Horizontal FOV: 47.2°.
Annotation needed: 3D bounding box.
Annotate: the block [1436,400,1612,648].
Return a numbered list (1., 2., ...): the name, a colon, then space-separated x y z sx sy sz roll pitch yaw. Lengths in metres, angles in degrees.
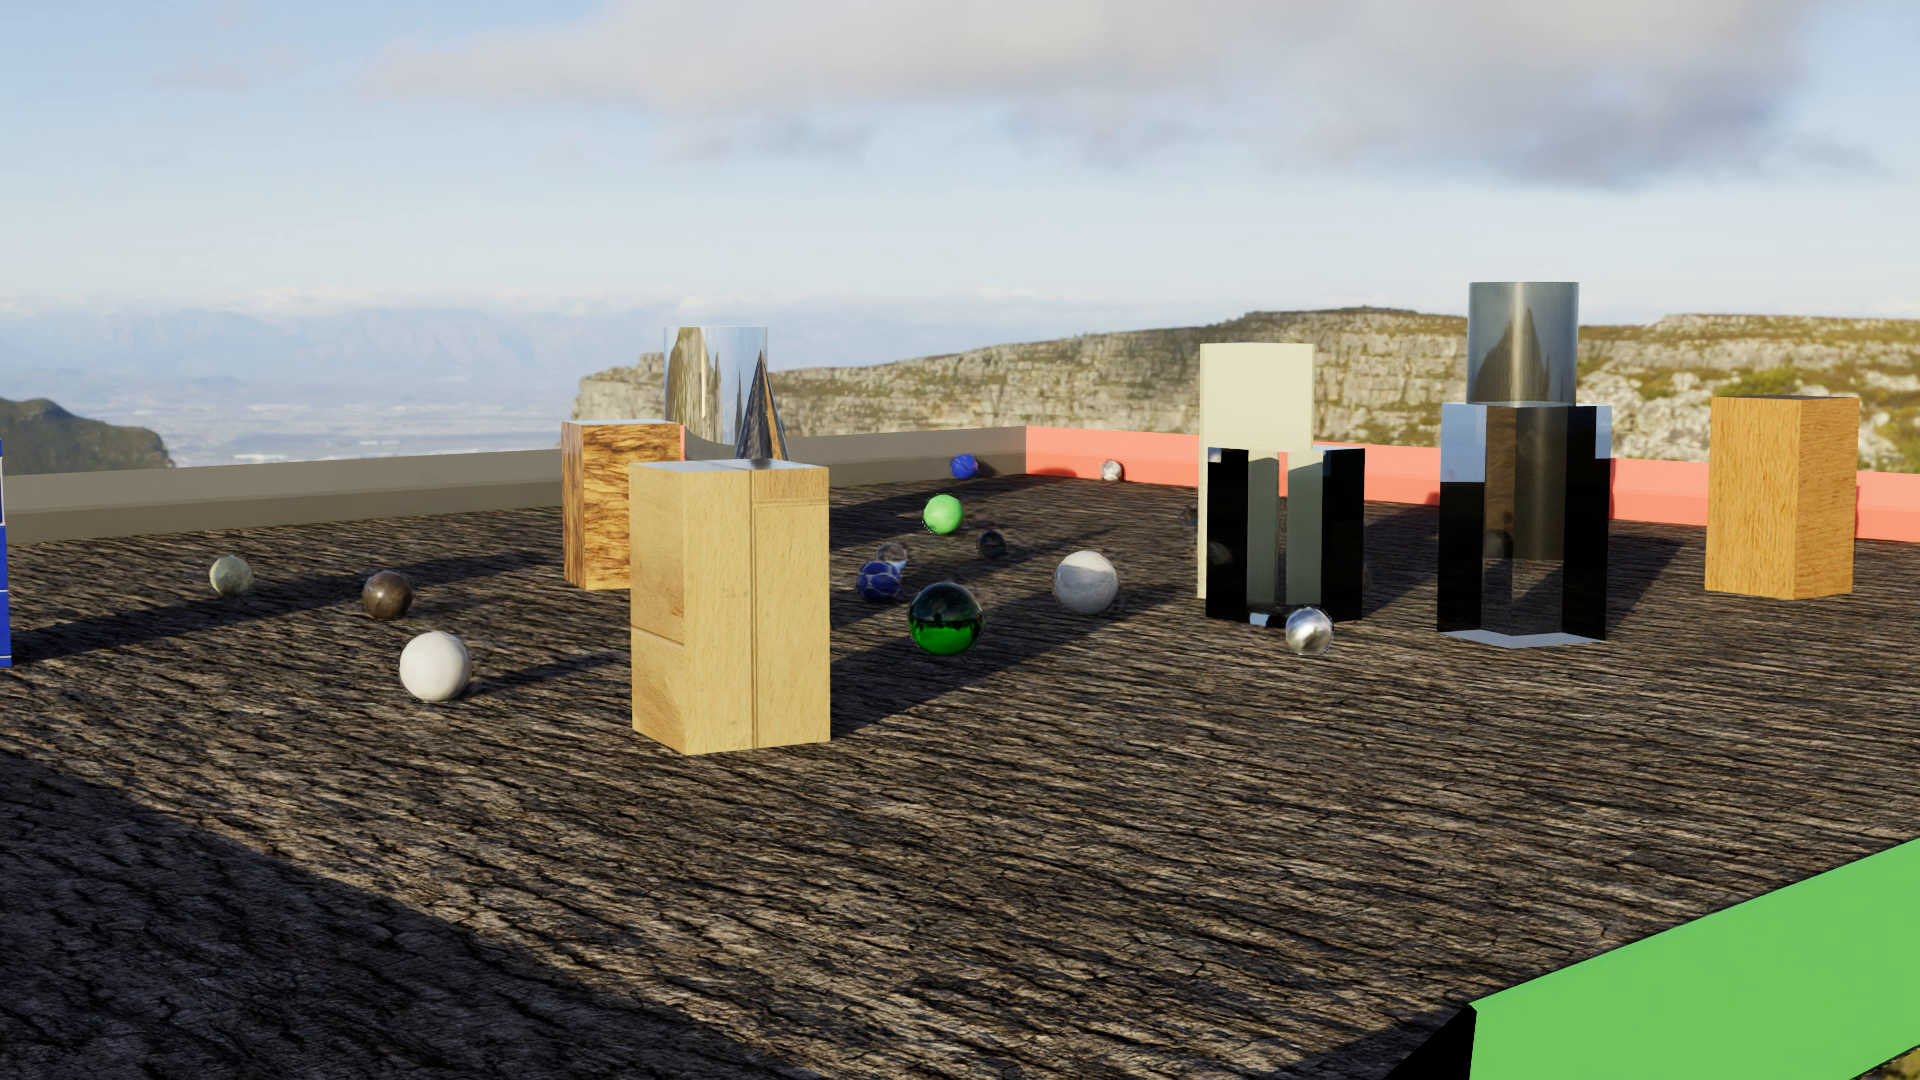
1. block: 0.767 -0.026 2.996 0.159 0.319 0.159 -3 7 -24

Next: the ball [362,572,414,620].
1. ball: -0.826 0.080 3.172 0.071 0.071 0.071 0 6 0

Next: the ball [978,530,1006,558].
1. ball: 0.059 0.008 3.971 0.051 0.051 0.051 0 6 0

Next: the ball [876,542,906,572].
1. ball: -0.116 0.031 3.736 0.052 0.052 0.052 0 6 0

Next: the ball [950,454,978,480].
1. ball: 0.011 -0.192 5.791 0.070 0.070 0.070 0 6 0

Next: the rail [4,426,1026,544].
1. rail: -1.257 -0.108 4.687 3.962 0.129 0.045 -5 8 -42

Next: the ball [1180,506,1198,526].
1. ball: 0.476 -0.049 4.561 0.040 0.040 0.040 0 6 0

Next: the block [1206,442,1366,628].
1. block: 0.470 -0.010 3.184 0.159 0.249 0.159 -5 8 -38

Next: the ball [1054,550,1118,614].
1. ball: 0.184 0.063 3.230 0.094 0.094 0.094 0 6 0

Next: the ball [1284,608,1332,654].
1. ball: 0.453 0.118 2.858 0.061 0.061 0.061 0 6 0

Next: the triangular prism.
1. triangular prism: 0.460 -0.113 3.473 0.172 0.394 0.149 0 6 1

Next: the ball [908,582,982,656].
1. ball: -0.019 0.102 2.840 0.096 0.096 0.096 0 6 0

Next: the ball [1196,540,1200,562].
1. ball: 0.441 0.019 3.675 0.090 0.090 0.090 0 6 0

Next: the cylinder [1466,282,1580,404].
1. cylinder: 1.038 -0.228 4.075 0.199 0.497 0.199 0 6 0

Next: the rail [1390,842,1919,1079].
1. rail: 1.257 0.175 1.977 3.962 0.129 0.045 -5 8 -42

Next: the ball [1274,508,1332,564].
1. ball: 0.606 -0.008 3.882 0.099 0.099 0.099 0 6 0

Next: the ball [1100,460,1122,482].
1. ball: 0.395 -0.179 5.732 0.056 0.056 0.056 0 6 0

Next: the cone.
1. cone: -0.277 -0.071 3.076 0.199 0.393 0.199 0 6 0

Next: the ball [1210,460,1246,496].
1. ball: 0.645 -0.148 5.284 0.087 0.087 0.087 0 6 0

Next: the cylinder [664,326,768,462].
1. cylinder: -0.469 -0.204 4.244 0.199 0.414 0.199 0 6 0

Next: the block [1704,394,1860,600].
1. block: 1.305 -0.072 3.492 0.159 0.309 0.159 -4 7 -36

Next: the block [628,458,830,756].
1. block: -0.242 0.064 2.302 0.159 0.285 0.159 -3 7 -28

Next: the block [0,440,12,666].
1. block: -1.300 0.013 2.783 0.159 0.285 0.159 -3 7 -28

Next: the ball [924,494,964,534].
1. ball: -0.033 -0.051 4.395 0.080 0.080 0.080 0 6 0

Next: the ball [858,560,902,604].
1. ball: -0.122 0.064 3.357 0.066 0.066 0.066 0 6 0

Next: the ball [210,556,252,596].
1. ball: -1.142 0.056 3.445 0.063 0.063 0.063 0 6 0

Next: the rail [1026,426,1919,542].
1. rail: 1.439 -0.104 4.652 0.045 0.129 3.755 -5 8 -42

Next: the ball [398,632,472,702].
1. ball: -0.598 0.145 2.508 0.081 0.081 0.081 0 6 0

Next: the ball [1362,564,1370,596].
1. ball: 0.593 0.059 3.374 0.072 0.072 0.072 0 6 0

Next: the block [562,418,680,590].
1. block: -0.555 -0.062 3.606 0.159 0.264 0.159 -2 6 -22
